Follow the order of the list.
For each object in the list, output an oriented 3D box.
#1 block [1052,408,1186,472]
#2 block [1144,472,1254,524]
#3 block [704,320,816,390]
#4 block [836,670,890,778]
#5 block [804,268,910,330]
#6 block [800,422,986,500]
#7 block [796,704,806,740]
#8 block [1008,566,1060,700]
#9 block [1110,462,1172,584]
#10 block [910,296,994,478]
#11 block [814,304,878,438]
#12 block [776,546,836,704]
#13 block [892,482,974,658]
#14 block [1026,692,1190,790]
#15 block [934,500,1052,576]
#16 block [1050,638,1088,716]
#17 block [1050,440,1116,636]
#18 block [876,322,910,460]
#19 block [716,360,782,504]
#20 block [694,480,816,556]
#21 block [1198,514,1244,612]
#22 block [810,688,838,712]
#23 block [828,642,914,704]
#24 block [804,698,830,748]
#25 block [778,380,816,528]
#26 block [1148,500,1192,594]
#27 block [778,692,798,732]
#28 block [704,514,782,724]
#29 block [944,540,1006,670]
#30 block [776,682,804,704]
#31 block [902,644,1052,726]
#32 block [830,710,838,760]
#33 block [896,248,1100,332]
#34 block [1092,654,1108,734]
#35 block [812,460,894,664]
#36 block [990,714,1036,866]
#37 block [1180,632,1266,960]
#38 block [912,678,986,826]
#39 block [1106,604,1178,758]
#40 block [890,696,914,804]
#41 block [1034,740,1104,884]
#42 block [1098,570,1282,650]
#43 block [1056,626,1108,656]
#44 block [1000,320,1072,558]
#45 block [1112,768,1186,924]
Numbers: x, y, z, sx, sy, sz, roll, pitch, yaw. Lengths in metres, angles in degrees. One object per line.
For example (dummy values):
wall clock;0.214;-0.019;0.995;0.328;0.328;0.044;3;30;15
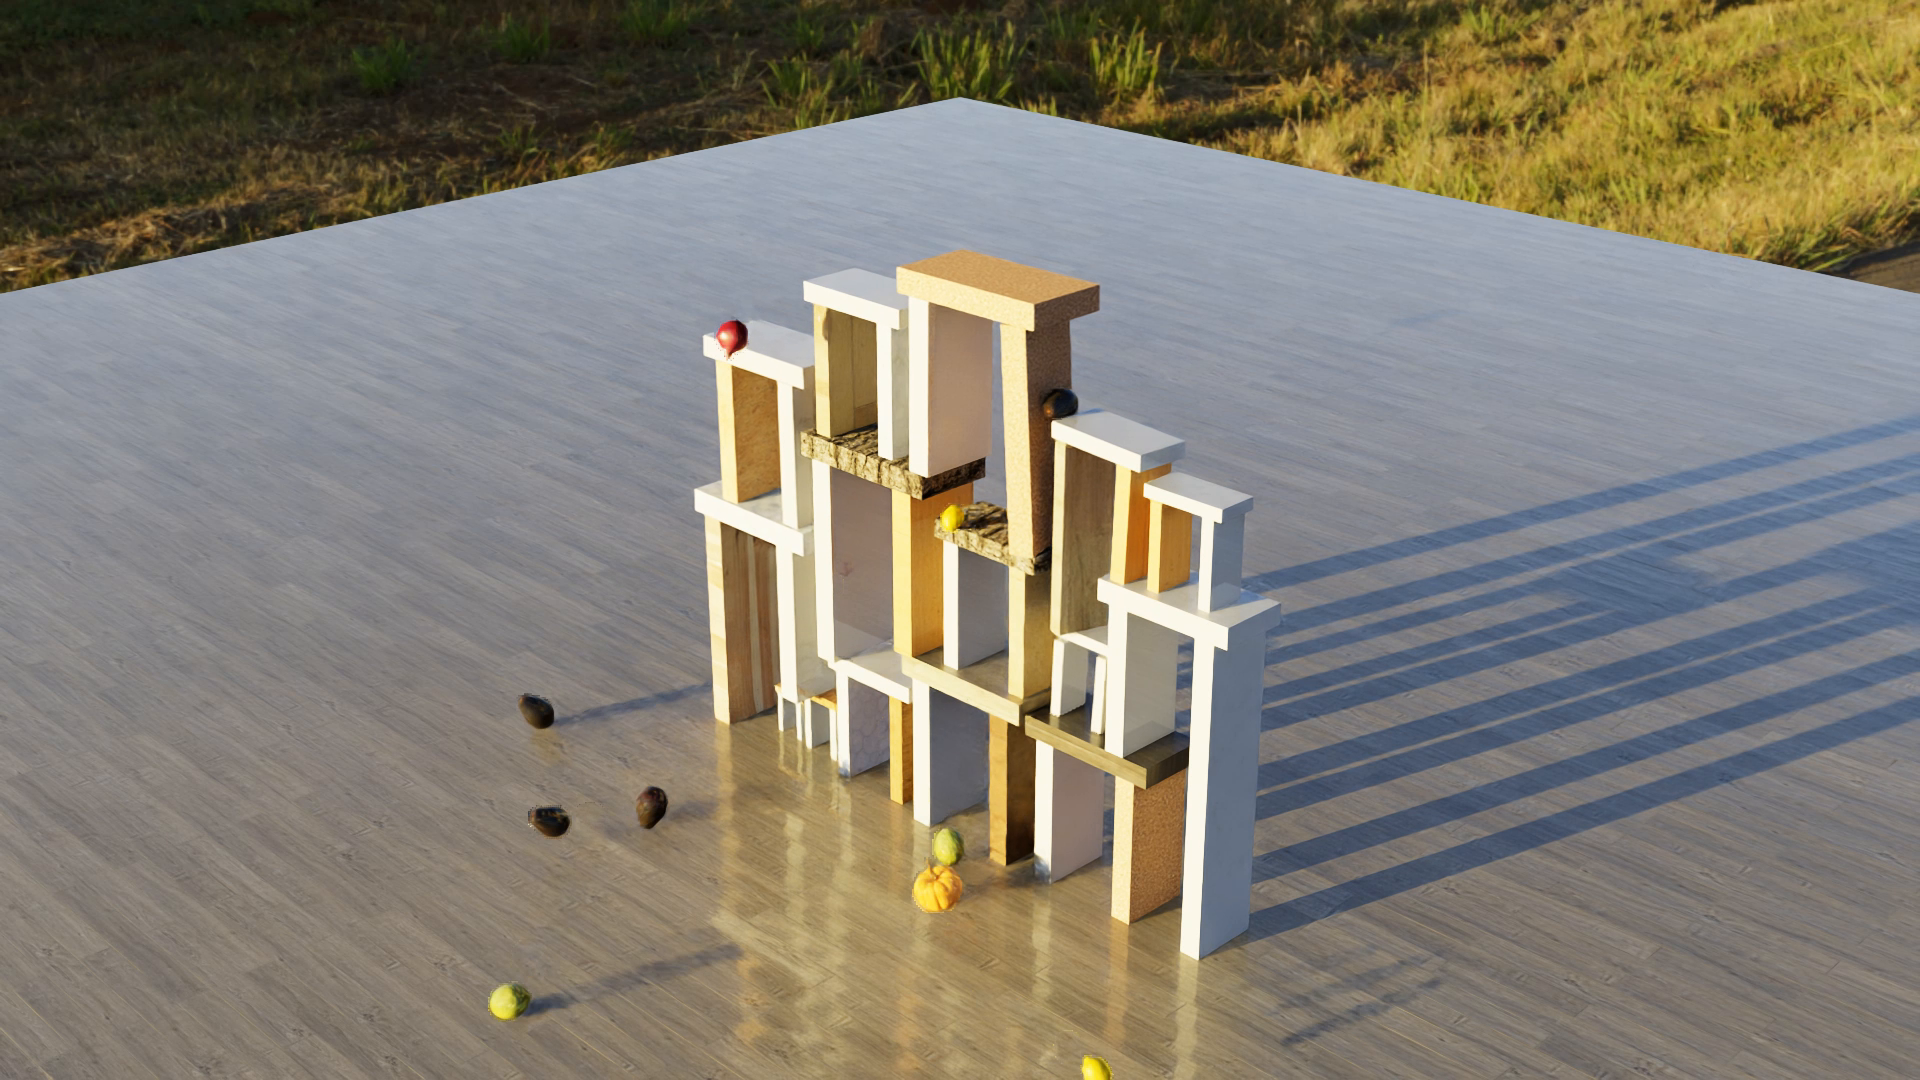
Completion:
block;0.276;-0.176;3.848;0.110;0.031;0.220;-18;30;-37
block;0.406;-0.074;3.749;0.170;0.024;0.085;21;31;41
block;-0.363;-0.378;4.455;0.304;0.043;0.152;21;31;40
block;-0.200;0.365;4.595;0.034;0.239;0.119;21;31;41
block;-0.159;-0.462;4.193;0.133;0.038;0.266;-21;31;-40
block;-0.133;-0.168;4.293;0.342;0.048;0.171;21;31;40
block;-0.330;0.382;4.743;0.013;0.091;0.045;21;31;41
block;0.151;0.156;4.133;0.130;0.261;0.037;-21;31;-40
block;0.318;-0.042;3.855;0.031;0.220;0.110;24;32;40
block;-0.016;-0.304;4.113;0.048;0.342;0.171;22;31;40
block;-0.221;-0.346;4.310;0.038;0.266;0.133;21;31;40
block;-0.297;0.153;4.607;0.173;0.346;0.049;-21;31;-40
block;-0.051;0.043;4.295;0.171;0.342;0.048;-21;31;-41
block;0.281;0.367;4.081;0.297;0.042;0.149;21;31;41
block;0.090;-0.005;4.132;0.131;0.037;0.261;-21;31;-40
block;0.206;0.247;4.114;0.022;0.152;0.076;21;30;38
block;0.224;-0.015;3.994;0.110;0.380;0.031;-12;25;-28
block;-0.095;-0.297;4.195;0.038;0.266;0.133;21;31;40
block;-0.430;-0.244;4.582;0.043;0.304;0.152;18;29;37
block;-0.378;-0.061;4.605;0.173;0.049;0.347;-21;31;-40
block;0.446;0.031;3.750;0.024;0.170;0.085;21;31;41
block;-0.275;0.329;4.657;0.120;0.017;0.060;21;31;41
block;-0.145;0.262;4.489;0.238;0.034;0.119;21;31;40
block;-0.303;0.380;4.711;0.060;0.120;0.017;-21;31;-40
block;-0.292;-0.190;4.455;0.152;0.304;0.043;-21;30;-41
block;0.366;0.000;3.823;0.024;0.170;0.085;21;31;41
block;-0.373;0.366;4.783;0.013;0.091;0.045;21;31;41
block;-0.461;0.151;4.786;0.049;0.483;0.173;21;31;41
block;0.028;0.108;4.247;0.130;0.261;0.037;-21;31;-41
block;-0.352;0.326;4.743;0.091;0.013;0.045;21;31;41
block;0.054;0.264;4.271;0.317;0.045;0.158;21;31;41
block;-0.247;0.403;4.659;0.060;0.120;0.017;-21;31;-41
block;0.067;-0.453;3.962;0.342;0.048;0.171;21;31;41
block;0.279;0.274;4.049;0.022;0.152;0.076;23;31;37
block;-0.214;0.022;4.460;0.048;0.431;0.171;21;31;40
block;0.129;0.459;4.273;0.045;0.317;0.158;21;31;41
block;0.467;0.443;3.909;0.041;0.631;0.146;21;31;41
block;-0.021;0.401;4.410;0.045;0.317;0.158;21;31;41
block;0.330;0.233;3.969;0.041;0.292;0.146;21;31;41
block;-0.087;0.409;4.491;0.034;0.238;0.119;21;31;41
block;0.211;0.496;4.212;0.042;0.297;0.148;21;31;41
block;0.398;0.107;3.841;0.292;0.041;0.146;21;31;41
block;0.257;0.177;4.055;0.076;0.022;0.152;-19;29;-40
block;0.144;-0.201;3.988;0.048;0.434;0.171;10;25;28
block;0.351;0.550;4.083;0.042;0.297;0.148;21;31;41
